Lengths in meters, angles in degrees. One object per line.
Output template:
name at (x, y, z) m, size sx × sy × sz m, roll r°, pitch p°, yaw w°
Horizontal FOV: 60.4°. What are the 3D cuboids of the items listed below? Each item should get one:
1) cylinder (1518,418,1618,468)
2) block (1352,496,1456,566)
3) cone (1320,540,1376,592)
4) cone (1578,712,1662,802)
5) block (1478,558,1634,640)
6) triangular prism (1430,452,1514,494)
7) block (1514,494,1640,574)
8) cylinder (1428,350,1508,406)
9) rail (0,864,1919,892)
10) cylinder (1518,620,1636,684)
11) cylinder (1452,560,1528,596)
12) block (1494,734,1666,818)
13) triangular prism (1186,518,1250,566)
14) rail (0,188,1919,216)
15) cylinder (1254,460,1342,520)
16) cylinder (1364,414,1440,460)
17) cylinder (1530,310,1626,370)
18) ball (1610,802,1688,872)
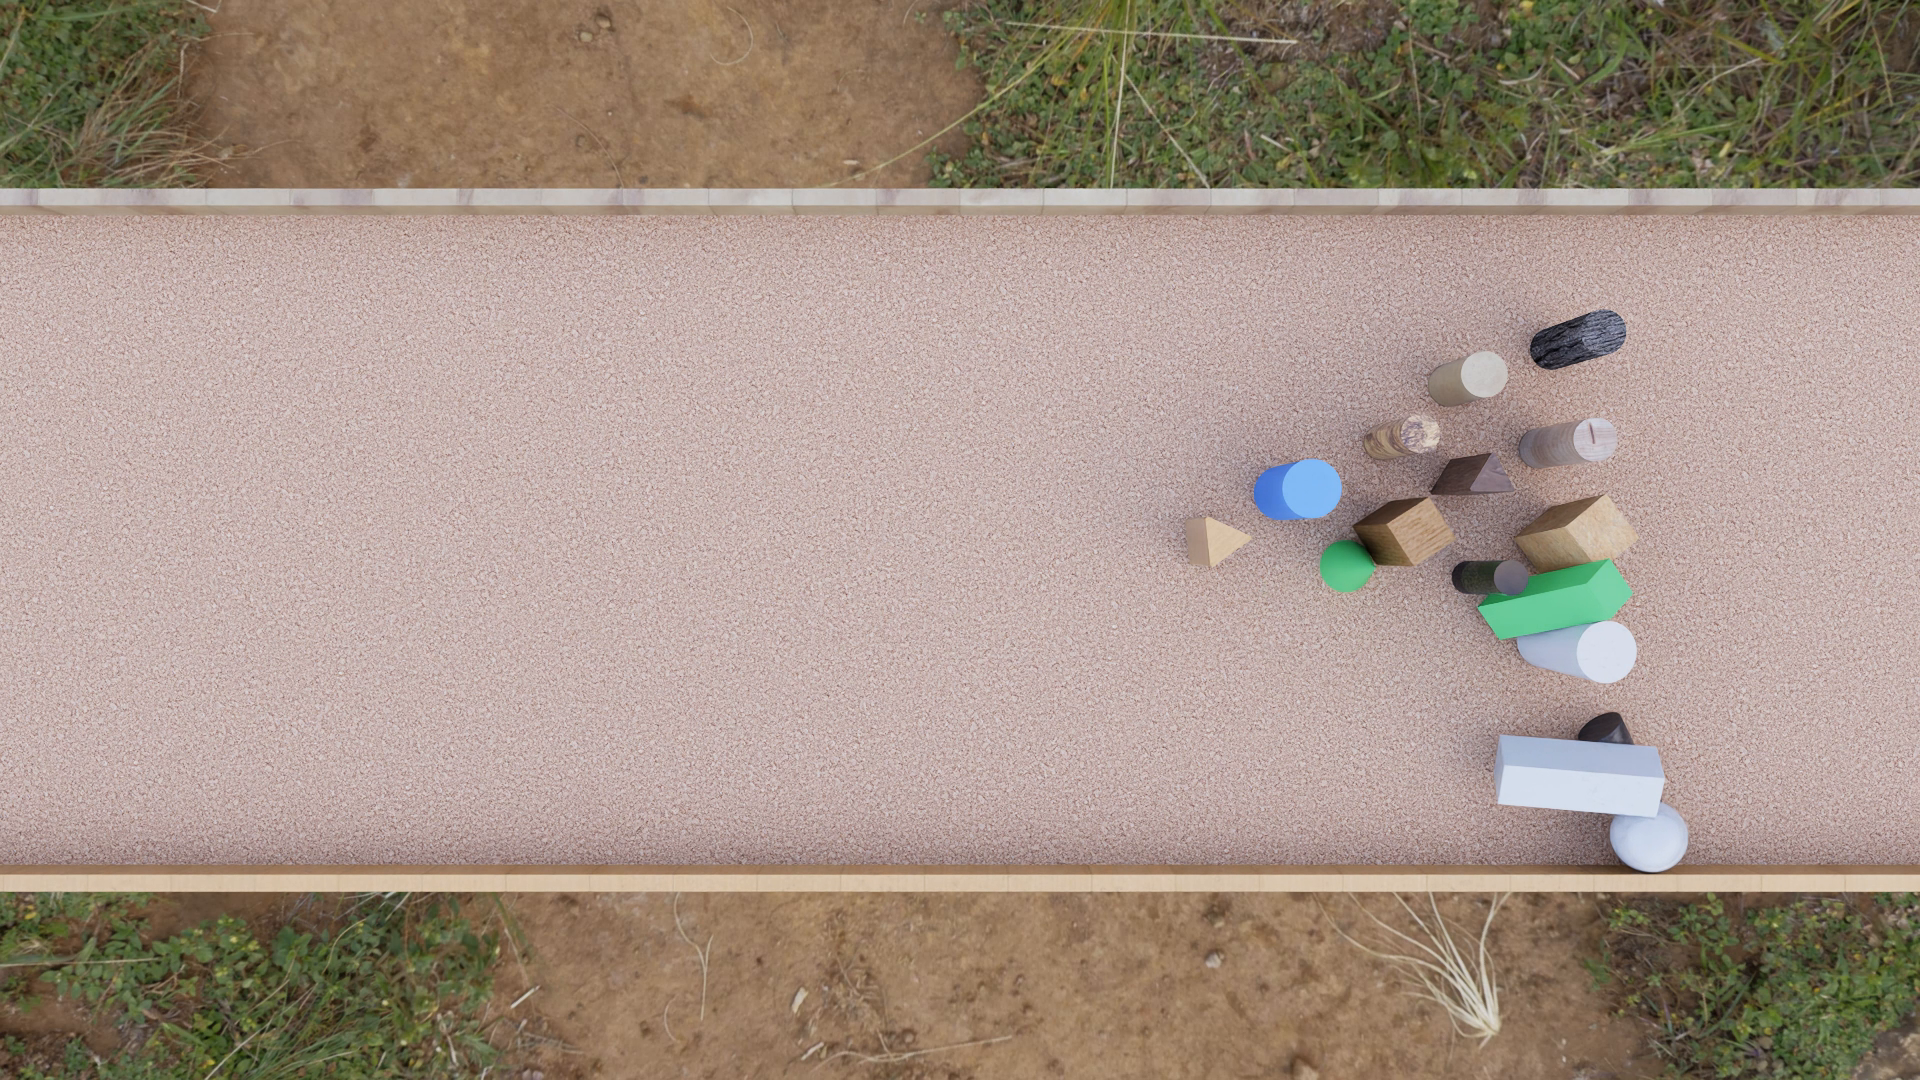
cylinder at (1.780, -0.282, 4.849) m, size 0.124 × 0.456 × 0.124 m, roll 0°, pitch 90°, yaw 0°
block at (1.306, -0.023, 4.872) m, size 0.143 × 0.408 × 0.143 m, roll -33°, pitch 90°, yaw 0°
cone at (1.186, 0.080, 4.886) m, size 0.161 × 0.379 × 0.161 m, roll 0°, pitch 90°, yaw 1°
cone at (2.080, 0.745, 5.041) m, size 0.144 × 0.144 × 0.455 m, roll -38°, pitch 99°, yaw 0°
block at (1.741, 0.178, 4.846) m, size 0.124 × 0.442 × 0.124 m, roll -39°, pitch 97°, yaw -26°
triangular prism at (1.512, -0.195, 4.878) m, size 0.125 × 0.397 × 0.108 m, roll 1°, pitch 90°, yaw 0°
block at (1.827, -0.006, 4.902) m, size 0.161 × 0.327 × 0.161 m, roll -37°, pitch 90°, yaw -9°
cylinder at (1.507, -0.477, 4.908) m, size 0.134 × 0.337 × 0.134 m, roll 0°, pitch 90°, yaw 0°
rail at (-2.247, 1.025, 5.001) m, size 12.000 × 0.150 × 0.050 m, roll 0°, pitch 90°, yaw 0°
cylinder at (1.816, 0.311, 4.873) m, size 0.178 × 0.392 × 0.178 m, roll 0°, pitch 92°, yaw -6°
cylinder at (1.571, 0.112, 4.899) m, size 0.102 × 0.349 × 0.102 m, roll 0°, pitch 89°, yaw -3°
block at (1.847, 0.705, 4.937) m, size 0.450 × 0.148 × 0.148 m, roll 3°, pitch 122°, yaw 10°
triangular prism at (0.731, -0.015, 4.865) m, size 0.139 × 0.424 × 0.121 m, roll -36°, pitch 90°, yaw 0°
rail at (-2.247, -1.025, 5.002) m, size 12.000 × 0.150 × 0.050 m, roll 0°, pitch 90°, yaw 0°
cylinder at (0.987, -0.144, 4.850) m, size 0.166 × 0.453 × 0.166 m, roll 0°, pitch 90°, yaw 0°
cylinder at (1.297, -0.300, 4.861) m, size 0.110 × 0.432 × 0.110 m, roll 0°, pitch 90°, yaw 0°
cylinder at (1.819, -0.588, 4.869) m, size 0.129 × 0.415 × 0.129 m, roll 0°, pitch 90°, yaw 0°
ball at (2.074, 0.890, 4.967) m, size 0.219 × 0.219 × 0.219 m, roll 0°, pitch 90°, yaw 0°
